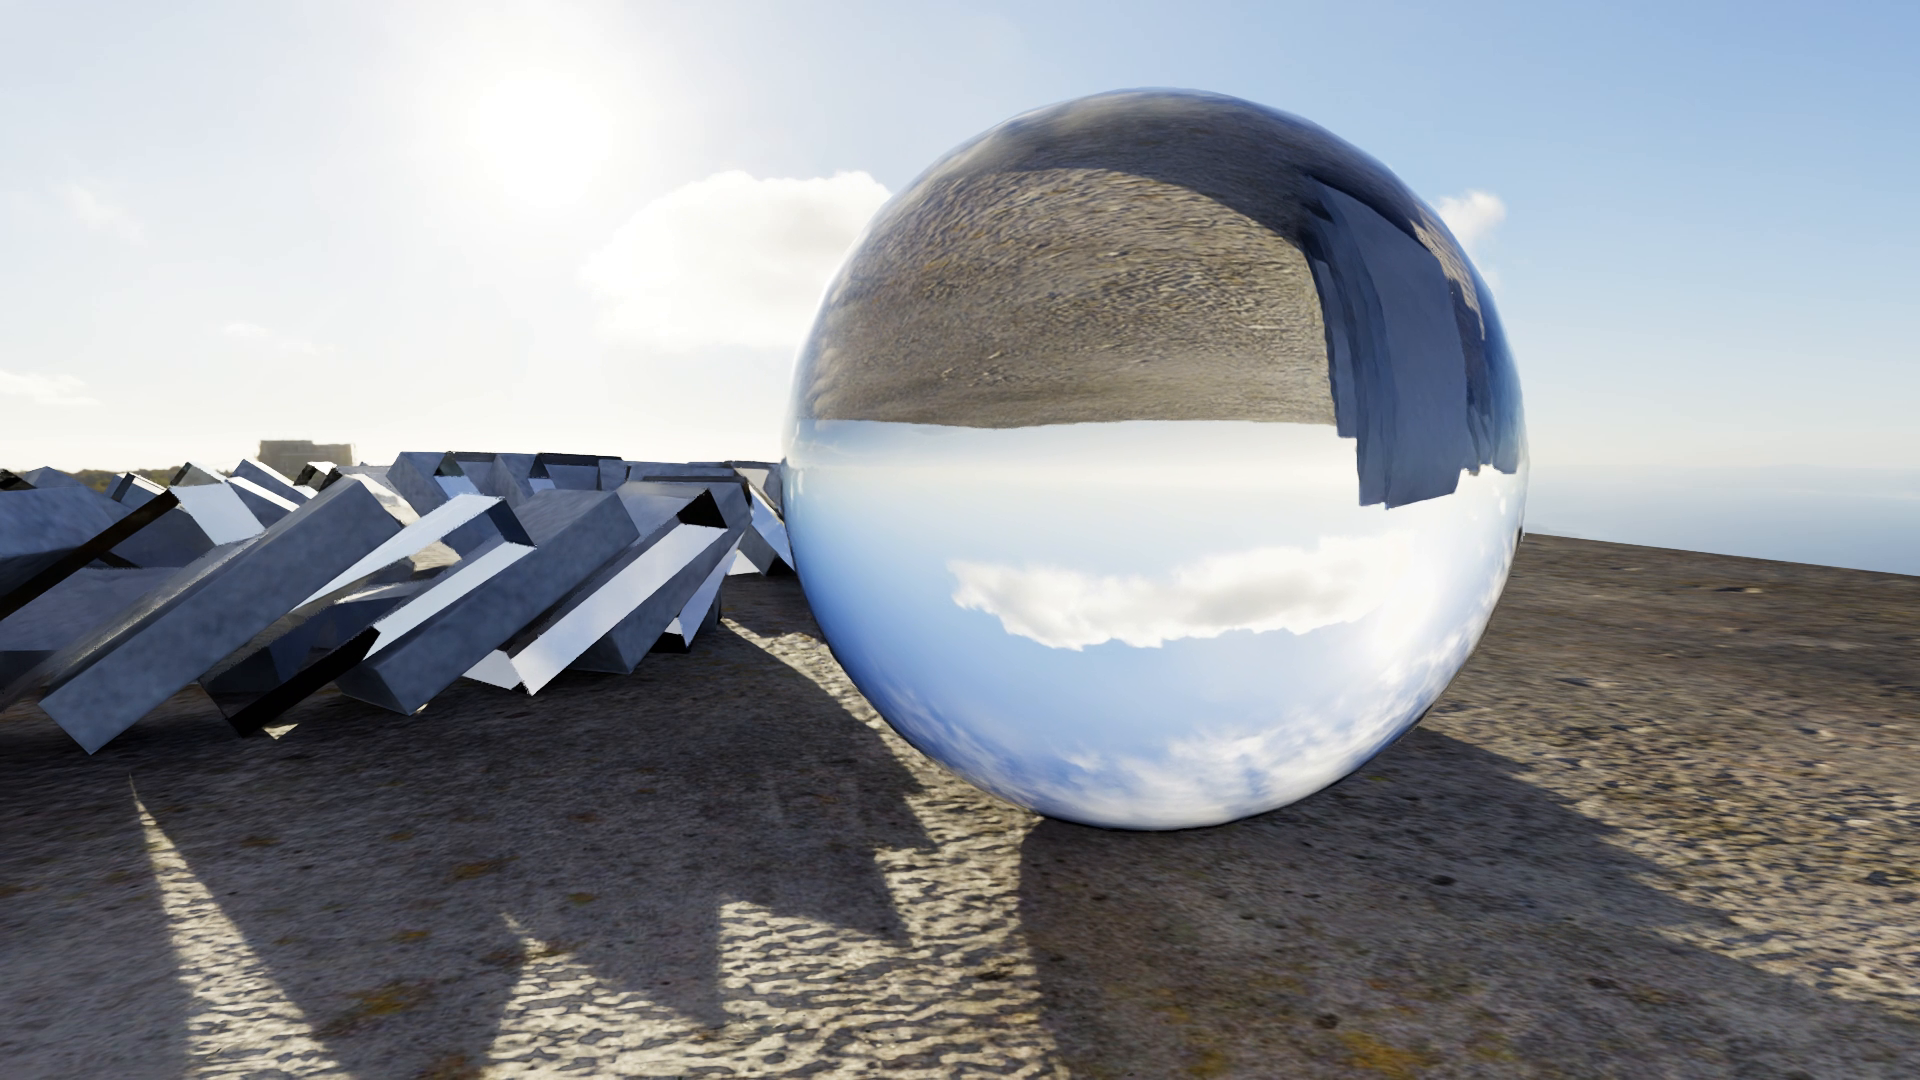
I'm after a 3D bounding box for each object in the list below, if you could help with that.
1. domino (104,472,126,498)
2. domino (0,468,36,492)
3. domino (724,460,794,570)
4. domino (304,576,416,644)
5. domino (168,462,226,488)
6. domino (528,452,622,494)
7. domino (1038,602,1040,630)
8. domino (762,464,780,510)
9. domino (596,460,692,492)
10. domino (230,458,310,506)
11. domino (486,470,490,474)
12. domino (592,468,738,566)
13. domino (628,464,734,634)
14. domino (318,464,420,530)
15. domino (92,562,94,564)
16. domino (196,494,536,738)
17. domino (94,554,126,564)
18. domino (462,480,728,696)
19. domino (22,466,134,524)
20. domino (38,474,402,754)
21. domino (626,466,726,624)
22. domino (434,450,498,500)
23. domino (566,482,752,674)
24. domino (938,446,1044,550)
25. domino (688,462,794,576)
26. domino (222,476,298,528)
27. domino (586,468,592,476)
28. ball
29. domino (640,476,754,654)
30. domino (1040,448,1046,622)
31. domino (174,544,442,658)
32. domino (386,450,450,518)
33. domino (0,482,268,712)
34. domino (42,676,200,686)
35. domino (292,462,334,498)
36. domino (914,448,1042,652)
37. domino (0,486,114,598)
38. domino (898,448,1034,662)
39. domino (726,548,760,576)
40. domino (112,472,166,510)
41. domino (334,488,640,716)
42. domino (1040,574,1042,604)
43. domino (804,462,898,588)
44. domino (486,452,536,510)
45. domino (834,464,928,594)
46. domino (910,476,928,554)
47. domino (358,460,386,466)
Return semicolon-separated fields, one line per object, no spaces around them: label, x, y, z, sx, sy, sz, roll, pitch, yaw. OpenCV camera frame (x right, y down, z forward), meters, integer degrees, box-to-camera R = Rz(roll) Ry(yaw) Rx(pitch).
domino;-0.249;-0.005;0.417;0.050;0.010;0.025;31;-10;-25
domino;-0.221;0.000;0.315;0.025;0.009;0.050;1;-31;27
domino;-0.055;-0.007;0.418;0.025;0.010;0.050;-1;38;-51
domino;-0.132;0.015;0.300;0.025;0.010;0.050;2;5;30
domino;-0.234;-0.008;0.426;0.050;0.010;0.025;36;-11;-20
domino;-0.096;-0.004;0.349;0.025;0.010;0.050;0;42;-43
domino;0.006;-0.001;0.305;0.025;0.010;0.050;0;48;3
domino;-0.039;-0.006;0.405;0.025;0.010;0.050;-4;40;-42
domino;-0.080;-0.002;0.336;0.025;0.010;0.050;1;40;-22
domino;-0.219;-0.009;0.435;0.050;0.010;0.025;35;-9;-15
domino;-0.142;-0.008;0.452;0.050;0.010;0.025;32;11;9
domino;-0.103;-0.008;0.444;0.050;0.010;0.025;35;18;21
domino;-0.068;0.001;0.302;0.025;0.009;0.050;2;39;-6
domino;-0.157;-0.003;0.372;0.050;0.010;0.025;36;12;10
domino;-0.223;0.001;0.295;0.025;0.009;0.050;-1;-32;14
domino;-0.096;0.010;0.206;0.050;0.009;0.025;-38;24;-28
domino;-0.279;-0.002;0.382;0.025;0.010;0.050;4;-22;40
domino;-0.070;0.007;0.238;0.025;0.010;0.050;6;39;39
domino;-0.217;-0.001;0.334;0.025;0.009;0.050;-2;-32;45
domino;-0.110;0.009;0.193;0.050;0.010;0.025;-41;23;-20
domino;-0.071;0.000;0.317;0.025;0.010;0.050;0;39;-8
domino;-0.125;-0.005;0.365;0.050;0.010;0.025;46;23;21
domino;-0.065;0.006;0.258;0.025;0.010;0.050;2;36;23
domino;0.006;0.000;0.292;0.025;0.009;0.050;1;48;5
domino;-0.069;-0.008;0.426;0.050;0.009;0.025;43;26;27
domino;-0.181;-0.001;0.359;0.050;0.010;0.025;31;-8;-21
domino;-0.123;-0.009;0.450;0.050;0.010;0.025;34;12;15
ball;0.020;-0.008;0.143;0.080;0.080;0.080;0;4;0
domino;-0.064;0.004;0.279;0.025;0.010;0.050;1;37;10
domino;0.009;-0.002;0.319;0.025;0.010;0.050;0;48;4
domino;-0.133;0.012;0.264;0.050;0.010;0.025;-2;35;-22
domino;-0.139;-0.005;0.370;0.050;0.010;0.025;45;19;16
domino;-0.126;0.011;0.181;0.050;0.010;0.025;-37;12;-9
domino;-0.147;0.015;0.235;0.050;0.010;0.025;0;32;-3
domino;-0.200;-0.009;0.441;0.050;0.009;0.025;34;-3;-11
domino;0.005;0.001;0.278;0.025;0.010;0.050;0;48;4
domino;-0.144;0.011;0.174;0.050;0.010;0.025;-34;5;2
domino;0.002;0.002;0.264;0.025;0.009;0.050;0;48;4
domino;-0.084;-0.007;0.436;0.050;0.010;0.025;37;22;26
domino;-0.203;-0.001;0.352;0.050;0.009;0.025;31;-13;-22
domino;-0.083;0.009;0.222;0.025;0.010;0.050;4;37;43
domino;0.008;0.001;0.338;0.025;0.010;0.050;0;33;0
domino;-0.026;-0.005;0.394;0.025;0.010;0.050;-1;38;-36
domino;-0.109;-0.004;0.358;0.025;0.009;0.050;-2;44;-49
domino;-0.015;-0.004;0.380;0.025;0.009;0.050;-1;37;-35
domino;0.001;-0.001;0.361;0.025;0.009;0.050;-1;34;-9
domino;-0.184;-0.009;0.445;0.050;0.009;0.025;34;-3;-8
